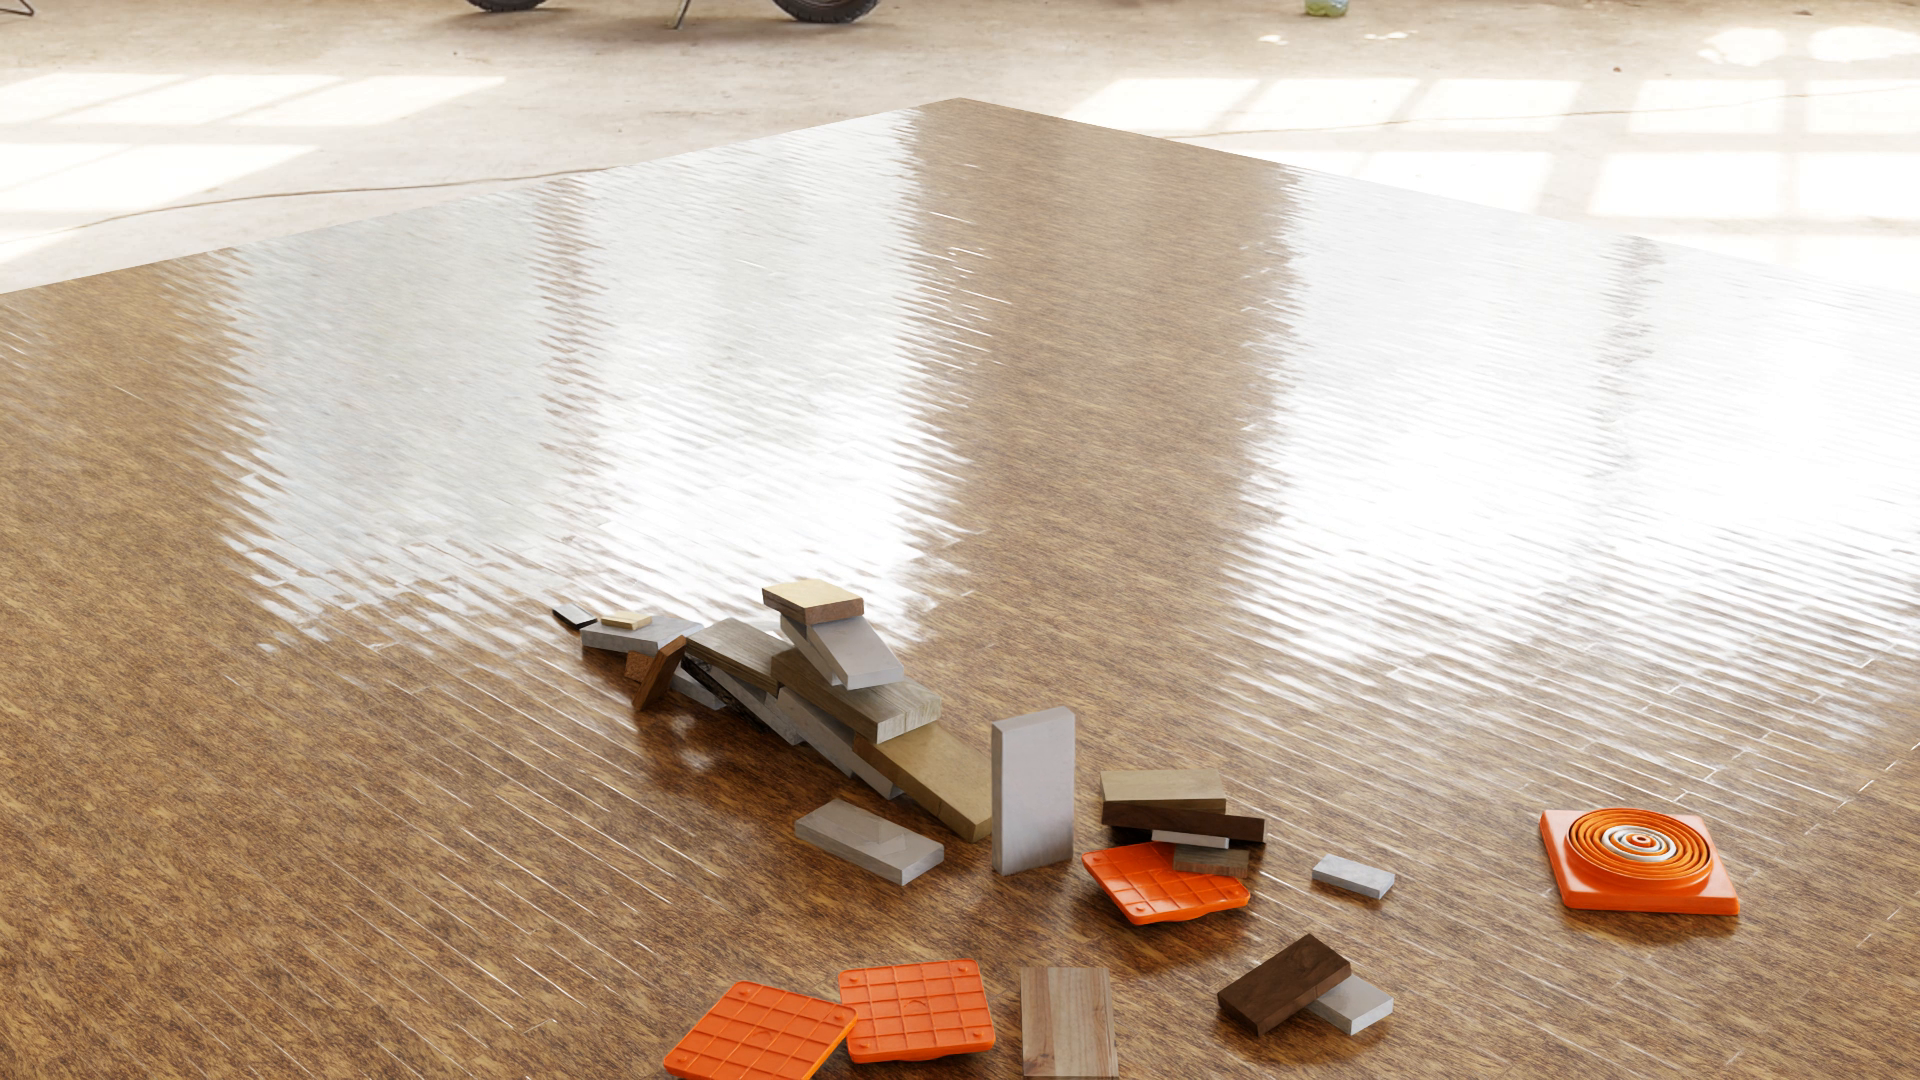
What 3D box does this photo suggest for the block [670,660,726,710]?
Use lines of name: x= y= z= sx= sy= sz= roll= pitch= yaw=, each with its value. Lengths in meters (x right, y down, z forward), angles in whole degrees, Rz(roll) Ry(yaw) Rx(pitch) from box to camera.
block: x=-0.592 y=0.300 z=5.002 sx=0.283 sy=0.040 sz=0.141 roll=21 pitch=31 yaw=41

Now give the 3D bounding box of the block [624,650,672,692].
block: x=-0.706 y=0.296 z=4.984 sx=0.127 sy=0.059 sz=0.017 roll=17 pitch=10 yaw=34

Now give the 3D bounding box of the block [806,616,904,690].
block: x=-0.221 y=0.231 z=4.590 sx=0.122 sy=0.035 sz=0.244 roll=-8 pitch=28 yaw=-22

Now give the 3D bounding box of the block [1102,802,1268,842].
block: x=0.442 y=0.553 z=4.306 sx=0.311 sy=0.044 sz=0.156 roll=5 pitch=-8 yaw=11

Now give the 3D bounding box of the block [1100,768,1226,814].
block: x=0.414 y=0.516 z=4.501 sx=0.244 sy=0.035 sz=0.122 roll=-1 pitch=23 yaw=-2

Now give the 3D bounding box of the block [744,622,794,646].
block: x=-0.434 y=0.233 z=5.107 sx=0.268 sy=0.038 sz=0.134 roll=0 pitch=20 yaw=23

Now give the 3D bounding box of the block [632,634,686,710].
block: x=-0.661 y=0.293 z=4.857 sx=0.025 sy=0.175 sz=0.088 roll=38 pitch=34 yaw=11

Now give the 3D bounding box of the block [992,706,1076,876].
block: x=0.140 y=0.483 z=4.224 sx=0.156 sy=0.311 sz=0.044 roll=-11 pitch=24 yaw=-24

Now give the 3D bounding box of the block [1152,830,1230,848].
block: x=0.441 y=0.572 z=4.201 sx=0.139 sy=0.020 sz=0.070 roll=5 pitch=-8 yaw=13

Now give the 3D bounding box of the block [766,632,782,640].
block: x=-0.396 y=0.276 z=4.961 sx=0.175 sy=0.025 sz=0.088 roll=42 pitch=25 yaw=22

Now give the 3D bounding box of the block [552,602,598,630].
block: x=-0.929 y=0.183 z=5.307 sx=0.059 sy=0.017 sz=0.118 roll=-17 pitch=28 yaw=-34

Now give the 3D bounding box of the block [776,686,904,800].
block: x=-0.204 y=0.398 z=4.627 sx=0.347 sy=0.049 sz=0.174 roll=36 pitch=39 yaw=29

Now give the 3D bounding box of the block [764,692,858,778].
block: x=-0.273 y=0.391 z=4.691 sx=0.275 sy=0.039 sz=0.137 roll=37 pitch=40 yaw=30

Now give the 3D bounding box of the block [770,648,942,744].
block: x=-0.220 y=0.308 z=4.615 sx=0.174 sy=0.049 sz=0.347 roll=-19 pitch=34 yaw=-39

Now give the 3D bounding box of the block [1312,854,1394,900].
block: x=0.754 y=0.644 z=4.217 sx=0.139 sy=0.020 sz=0.070 roll=14 pitch=27 yaw=30

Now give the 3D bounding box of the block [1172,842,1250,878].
block: x=0.478 y=0.610 z=4.187 sx=0.139 sy=0.020 sz=0.070 roll=5 pitch=22 yaw=8

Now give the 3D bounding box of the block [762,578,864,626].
block: x=-0.320 y=0.132 z=4.760 sx=0.134 sy=0.038 sz=0.268 roll=-10 pitch=12 yaw=-23

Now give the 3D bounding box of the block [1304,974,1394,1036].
block: x=0.643 y=0.789 z=3.864 sx=0.107 sy=0.030 sz=0.213 roll=-18 pitch=29 yaw=-35

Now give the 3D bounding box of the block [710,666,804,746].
block: x=-0.402 y=0.333 z=4.797 sx=0.275 sy=0.039 sz=0.137 roll=37 pitch=40 yaw=29

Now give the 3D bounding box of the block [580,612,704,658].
block: x=-0.740 y=0.219 z=5.122 sx=0.283 sy=0.040 sz=0.141 roll=6 pitch=20 yaw=42

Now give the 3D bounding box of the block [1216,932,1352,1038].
block: x=0.565 y=0.774 z=3.832 sx=0.213 sy=0.030 sz=0.107 roll=-27 pitch=34 yaw=-23

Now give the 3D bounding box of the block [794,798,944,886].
block: x=-0.179 y=0.591 z=4.323 sx=0.285 sy=0.035 sz=0.122 roll=18 pitch=29 yaw=37

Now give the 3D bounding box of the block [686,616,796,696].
block: x=-0.453 y=0.252 z=4.801 sx=0.275 sy=0.039 sz=0.137 roll=22 pitch=31 yaw=34

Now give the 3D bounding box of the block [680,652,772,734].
block: x=-0.474 y=0.317 z=4.876 sx=0.141 sy=0.040 sz=0.283 roll=-22 pitch=45 yaw=-41

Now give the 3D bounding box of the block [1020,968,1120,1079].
block: x=0.183 y=0.834 z=3.739 sx=0.156 sy=0.044 sz=0.311 roll=0 pitch=23 yaw=0

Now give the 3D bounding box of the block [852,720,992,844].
block: x=-0.036 y=0.472 z=4.479 sx=0.347 sy=0.049 sz=0.174 roll=34 pitch=38 yaw=31

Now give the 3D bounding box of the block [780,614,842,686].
block: x=-0.268 y=0.219 z=4.689 sx=0.134 sy=0.038 sz=0.268 roll=-10 pitch=29 yaw=-26

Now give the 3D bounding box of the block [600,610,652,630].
block: x=-0.781 y=0.188 z=5.150 sx=0.118 sy=0.017 sz=0.059 roll=6 pitch=21 yaw=43
